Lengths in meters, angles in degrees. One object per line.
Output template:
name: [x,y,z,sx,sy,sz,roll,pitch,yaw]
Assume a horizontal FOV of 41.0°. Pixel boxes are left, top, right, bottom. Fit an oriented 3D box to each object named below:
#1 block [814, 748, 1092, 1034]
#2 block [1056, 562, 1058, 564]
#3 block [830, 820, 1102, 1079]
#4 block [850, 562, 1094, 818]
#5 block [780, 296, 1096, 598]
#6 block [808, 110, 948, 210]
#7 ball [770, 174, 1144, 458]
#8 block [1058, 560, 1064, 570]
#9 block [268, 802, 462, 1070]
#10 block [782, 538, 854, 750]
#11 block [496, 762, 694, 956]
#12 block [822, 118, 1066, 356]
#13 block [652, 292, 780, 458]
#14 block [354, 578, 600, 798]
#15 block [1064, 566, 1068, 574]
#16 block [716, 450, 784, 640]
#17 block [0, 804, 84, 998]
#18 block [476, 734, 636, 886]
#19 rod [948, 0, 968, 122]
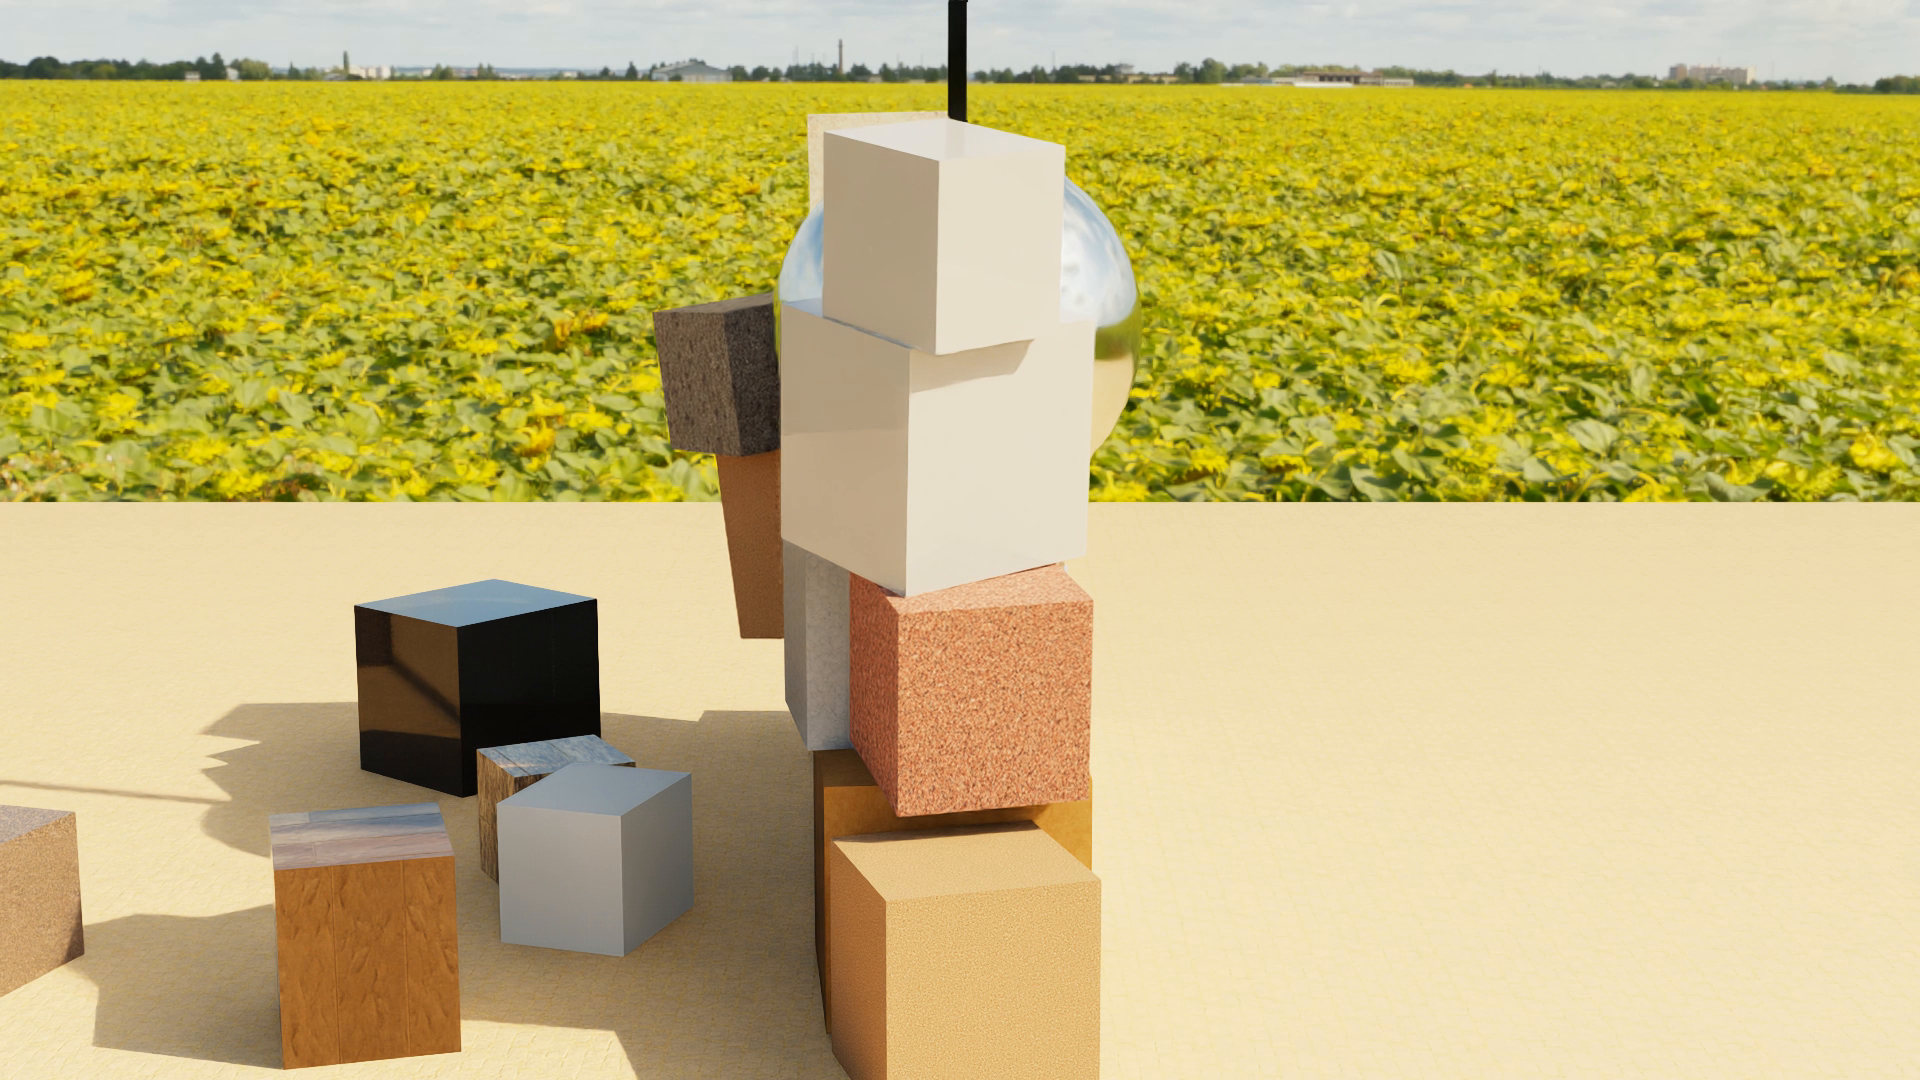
block: [-0.052,1.265,9.959,0.987,0.947,1.017,-1,10,-5]
block: [-0.012,0.335,11.263,0.814,0.679,0.688,0,-3,-5]
block: [0.007,1.507,9.010,0.758,0.811,0.751,-3,11,-17]
block: [0.026,0.487,9.409,0.706,0.755,0.789,-4,17,-14]
block: [-0.092,-0.402,9.415,0.825,0.901,0.795,-13,23,-35]
block: [-0.398,-1.731,12.622,0.681,0.654,0.717,-2,3,-3]
ball: [-0.014,-0.908,11.015,1.600,1.600,1.600,0,10,0]
block: [-0.035,-0.190,12.958,0.879,0.880,0.852,2,6,24]
block: [-2.213,1.450,9.516,0.627,0.742,0.717,-3,11,-16]
block: [-0.253,0.305,10.223,0.816,0.848,0.819,-2,10,-10]
block: [-1.508,1.316,10.684,0.554,0.587,0.680,3,11,18]
block: [-0.065,-1.073,8.963,0.545,0.661,0.659,-13,24,-36]
block: [-0.928,-0.783,11.910,0.674,0.650,0.690,-13,12,-32]
block: [-2.459,0.736,13.119,0.816,0.858,0.905,9,13,40]
block: [0.017,0.660,13.471,1.110,0.881,1.034,0,10,1]
block: [-0.525,-0.074,12.155,0.828,0.916,0.834,-1,12,31]
block: [-3.909,1.408,10.155,0.615,0.595,0.529,3,11,17]
block: [-1.778,1.218,11.322,0.549,0.553,0.524,-5,12,-28]
rod: [-0.006,-4.253,10.407,0.080,5.200,0.080,0,10,0]
